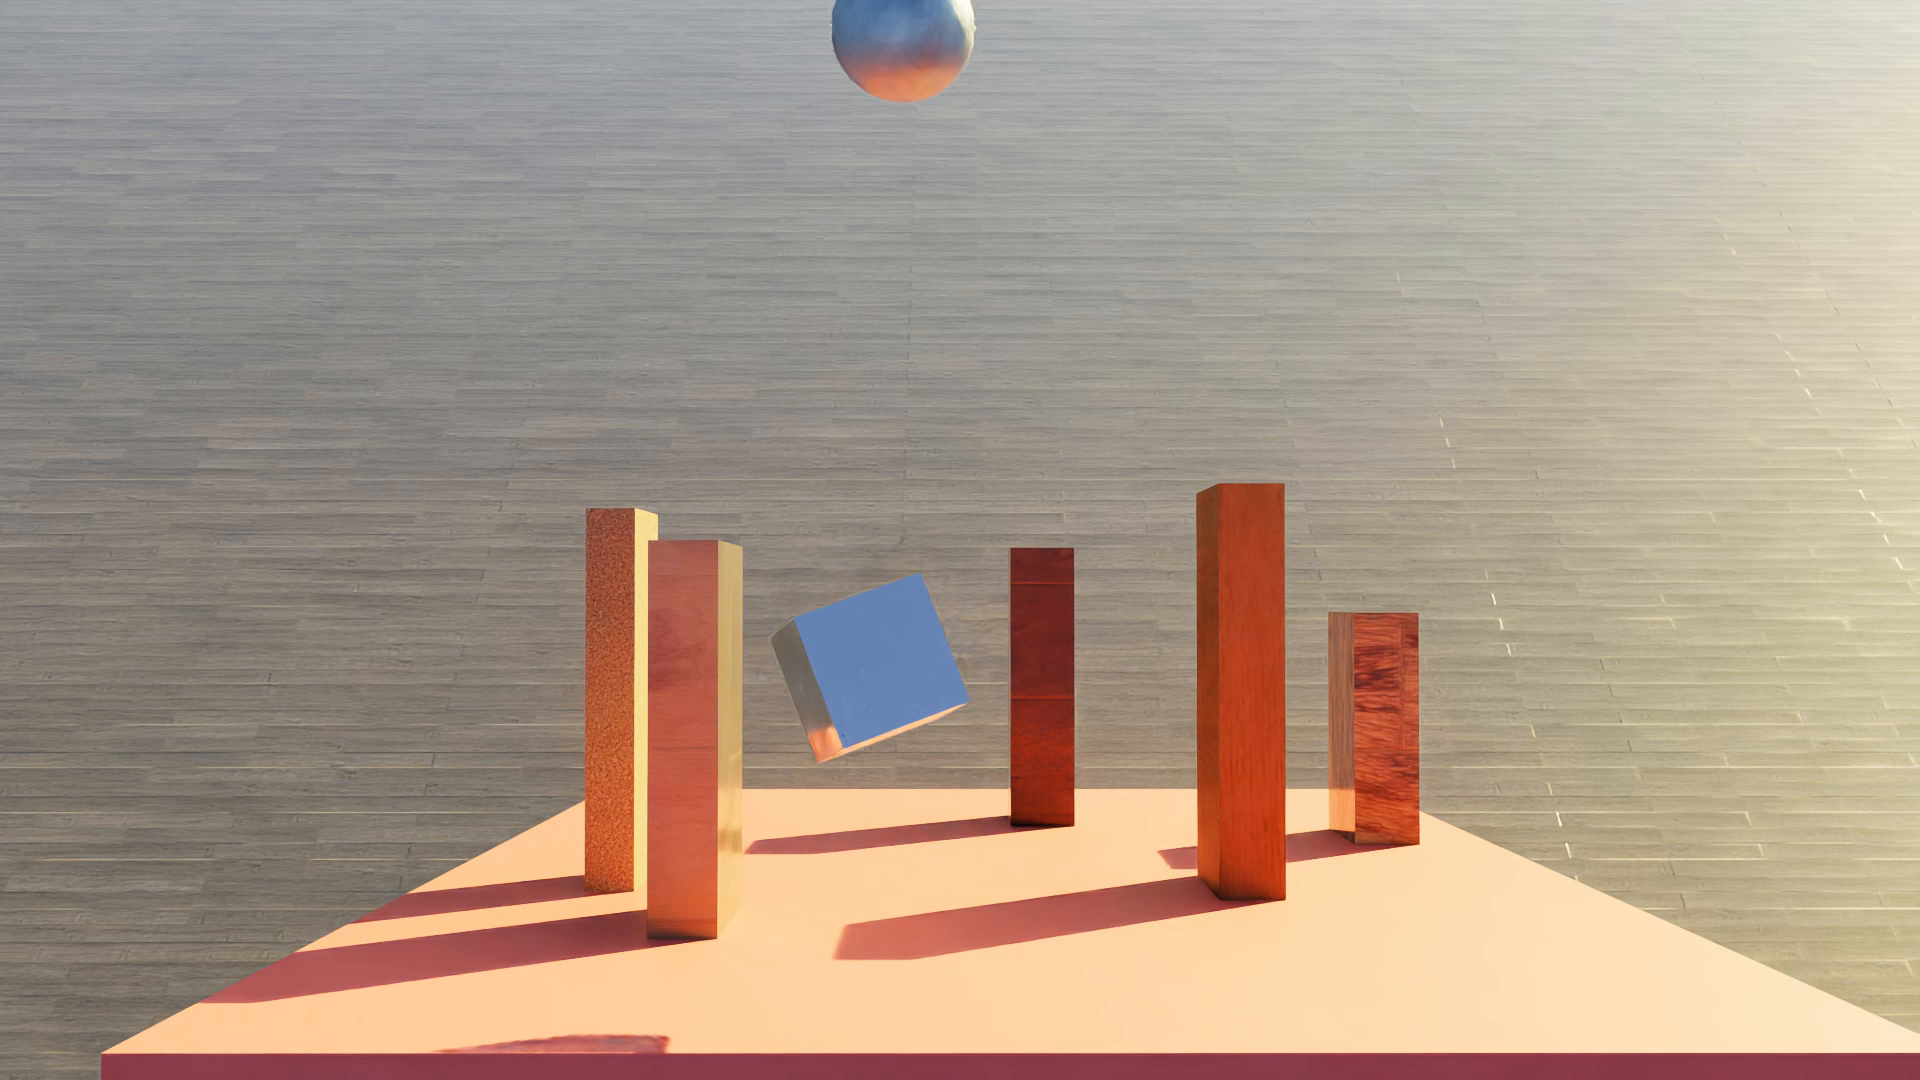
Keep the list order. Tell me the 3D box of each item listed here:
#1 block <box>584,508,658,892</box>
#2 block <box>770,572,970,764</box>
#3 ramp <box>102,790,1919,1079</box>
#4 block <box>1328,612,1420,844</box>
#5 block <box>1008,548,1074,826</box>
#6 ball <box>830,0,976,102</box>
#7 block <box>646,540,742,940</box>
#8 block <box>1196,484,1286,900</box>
[{"bbox_3d":[-0.590,0.273,4.538,0.083,0.646,0.326,0,-1,0],"label":"block"},{"bbox_3d":[-0.113,0.159,3.179,0.167,0.167,0.167,-20,-6,-17],"label":"block"},{"bbox_3d":[0.075,0.652,4.792,2.000,0.100,4.000,0,-1,0],"label":"ramp"},{"bbox_3d":[0.859,0.384,5.408,0.130,0.467,0.366,0,-1,0],"label":"block"},{"bbox_3d":[0.180,0.324,5.813,0.139,0.607,0.303,0,-1,0],"label":"block"},{"bbox_3d":[-0.061,-0.549,2.791,0.155,0.155,0.155,0,34,0],"label":"ball"},{"bbox_3d":[-0.401,0.293,3.966,0.102,0.576,0.424,0,-1,0],"label":"block"},{"bbox_3d":[0.478,0.253,4.443,0.108,0.681,0.394,0,-1,0],"label":"block"}]
